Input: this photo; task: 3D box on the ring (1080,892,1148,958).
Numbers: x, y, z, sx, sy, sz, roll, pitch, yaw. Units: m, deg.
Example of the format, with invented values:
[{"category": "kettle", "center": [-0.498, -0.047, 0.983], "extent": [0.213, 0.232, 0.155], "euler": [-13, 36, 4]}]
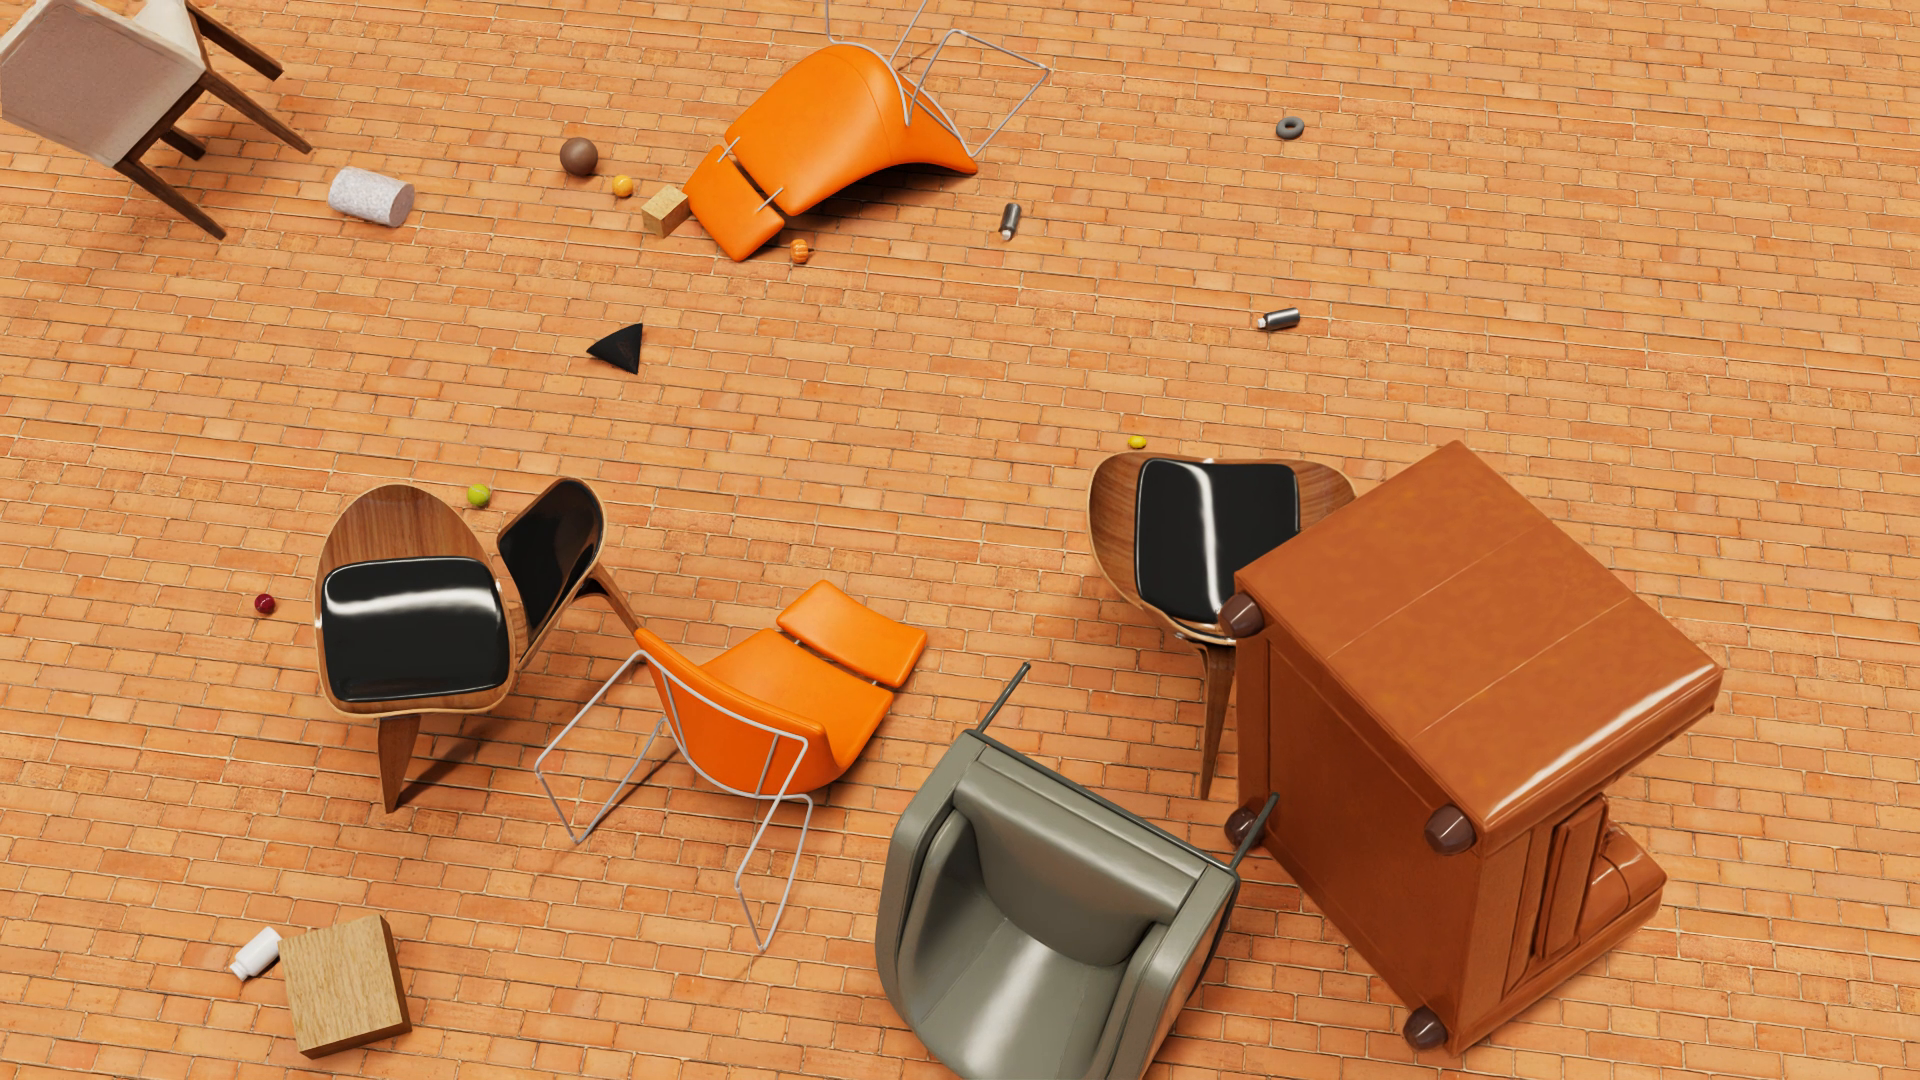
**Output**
[{"category": "ring", "center": [0.409, 1.024, 5.855], "extent": [0.171, 0.053, 0.200], "euler": [-30, 62, -20]}]

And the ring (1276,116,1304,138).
[{"category": "ring", "center": [1.125, -1.405, 7.495], "extent": [0.107, 0.037, 0.083], "euler": [-29, 59, -19]}]

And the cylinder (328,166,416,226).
[{"category": "cylinder", "center": [-1.941, -1.135, 7.259], "extent": [0.225, 0.127, 0.169], "euler": [17, 55, 11]}]

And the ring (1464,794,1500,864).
[{"category": "ring", "center": [1.425, 0.791, 6.009], "extent": [0.095, 0.057, 0.213], "euler": [4, 56, 5]}]

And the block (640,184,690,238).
[{"category": "block", "center": [-0.968, -1.082, 7.244], "extent": [0.088, 0.093, 0.134], "euler": [33, 62, 20]}]

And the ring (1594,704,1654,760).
[{"category": "ring", "center": [1.868, 0.538, 6.180], "extent": [0.217, 0.056, 0.125], "euler": [-36, 64, -21]}]

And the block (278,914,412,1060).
[{"category": "block", "center": [-1.583, 1.151, 5.665], "extent": [0.261, 0.162, 0.289], "euler": [-14, 72, -10]}]

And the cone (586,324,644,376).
[{"category": "cone", "center": [-1.053, -0.578, 6.934], "extent": [0.206, 0.096, 0.144], "euler": [-29, 79, -19]}]
